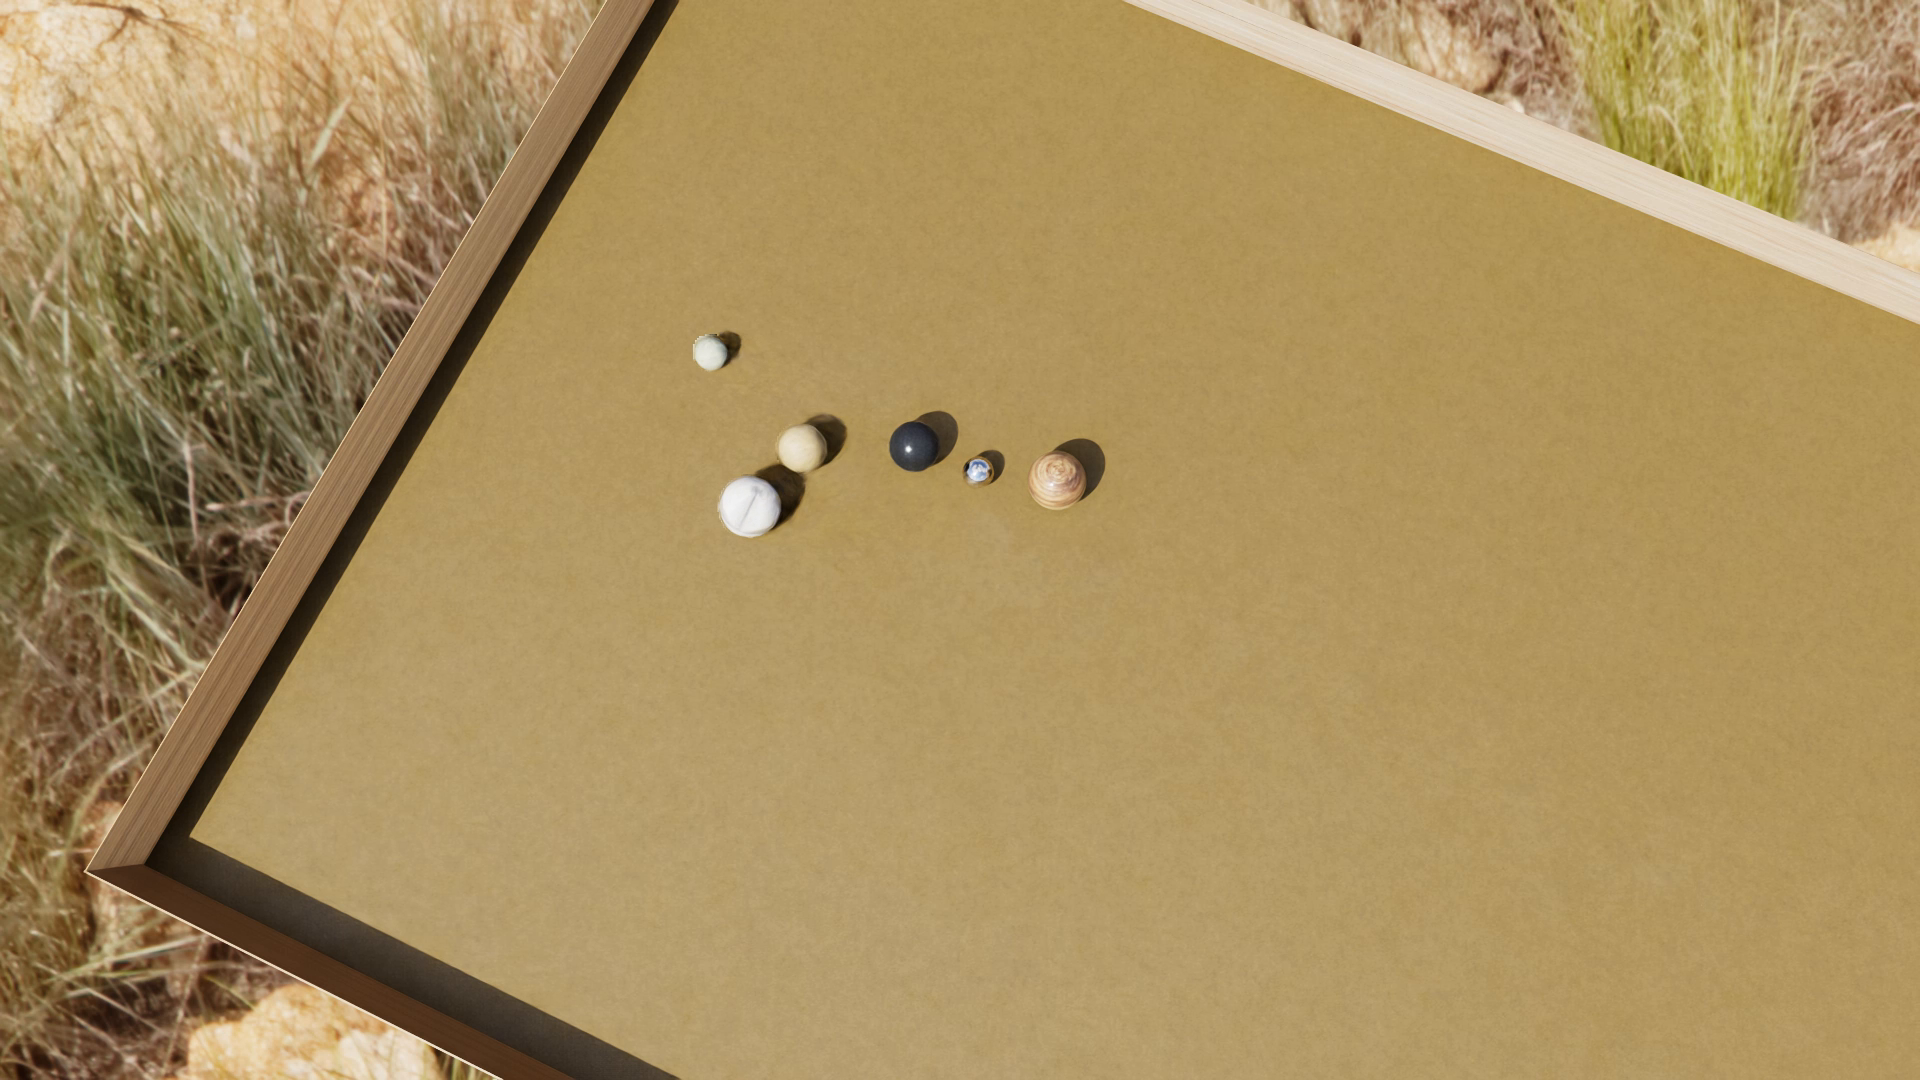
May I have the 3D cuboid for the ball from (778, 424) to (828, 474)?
[{"bbox_3d":[-0.247,-0.143,3.451,0.078,0.078,0.078,0,72,0],"label":"ball"}]

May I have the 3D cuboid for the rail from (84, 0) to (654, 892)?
[{"bbox_3d":[-0.803,-0.367,3.500,0.045,0.123,2.033,24,73,8],"label":"rail"}]

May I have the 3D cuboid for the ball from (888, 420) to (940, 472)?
[{"bbox_3d":[-0.071,-0.147,3.450,0.081,0.081,0.081,0,72,0],"label":"ball"}]

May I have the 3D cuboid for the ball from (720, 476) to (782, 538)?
[{"bbox_3d":[-0.325,-0.051,3.411,0.095,0.095,0.095,0,72,0],"label":"ball"}]

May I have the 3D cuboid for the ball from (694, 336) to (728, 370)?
[{"bbox_3d":[-0.398,-0.298,3.515,0.054,0.054,0.054,0,72,0],"label":"ball"}]

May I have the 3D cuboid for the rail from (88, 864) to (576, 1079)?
[{"bbox_3d":[0.401,1.213,2.975,3.645,0.123,0.045,24,73,8],"label":"rail"}]

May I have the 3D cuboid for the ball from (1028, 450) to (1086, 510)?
[{"bbox_3d":[0.151,-0.093,3.426,0.093,0.093,0.093,0,72,0],"label":"ball"}]

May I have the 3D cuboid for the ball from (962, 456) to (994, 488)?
[{"bbox_3d":[0.028,-0.106,3.453,0.051,0.051,0.051,0,72,0],"label":"ball"}]

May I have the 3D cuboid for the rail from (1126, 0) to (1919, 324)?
[{"bbox_3d":[1.248,-0.492,3.541,3.645,0.123,0.045,24,73,8],"label":"rail"}]
